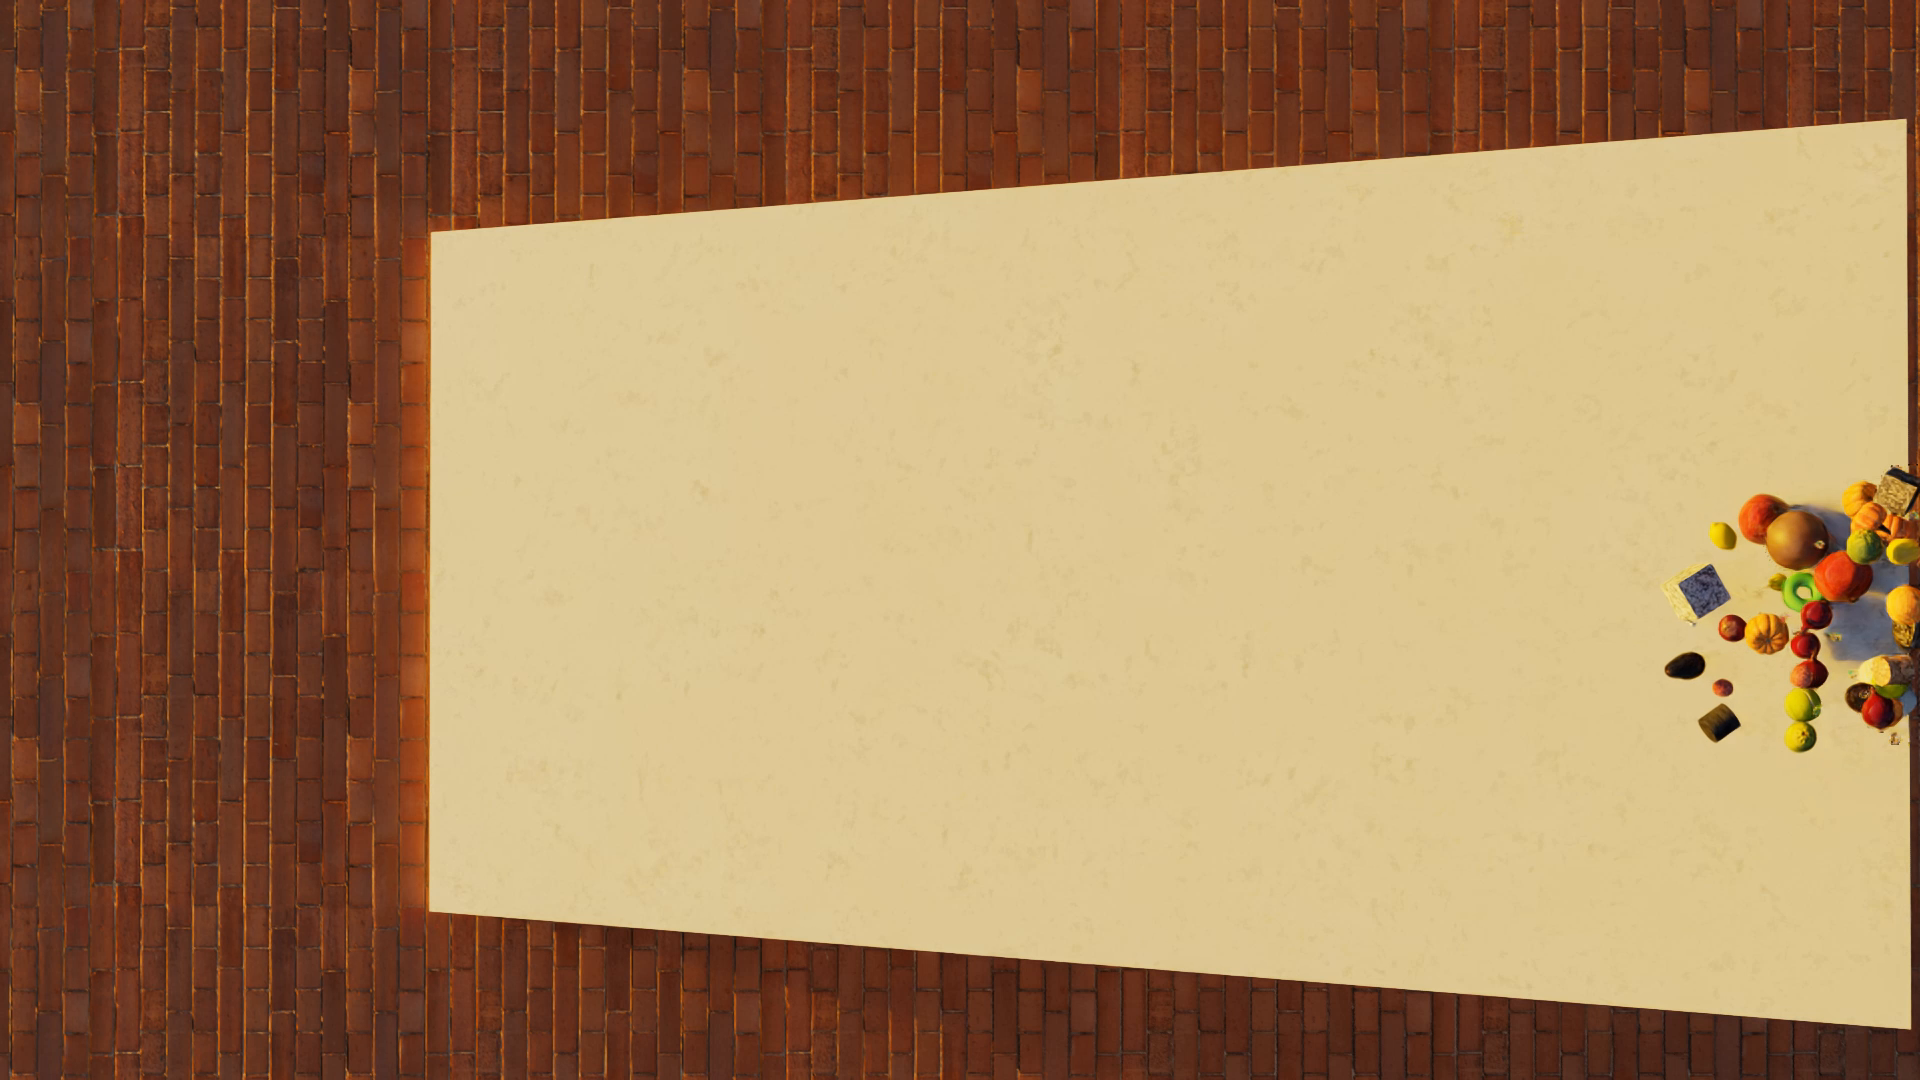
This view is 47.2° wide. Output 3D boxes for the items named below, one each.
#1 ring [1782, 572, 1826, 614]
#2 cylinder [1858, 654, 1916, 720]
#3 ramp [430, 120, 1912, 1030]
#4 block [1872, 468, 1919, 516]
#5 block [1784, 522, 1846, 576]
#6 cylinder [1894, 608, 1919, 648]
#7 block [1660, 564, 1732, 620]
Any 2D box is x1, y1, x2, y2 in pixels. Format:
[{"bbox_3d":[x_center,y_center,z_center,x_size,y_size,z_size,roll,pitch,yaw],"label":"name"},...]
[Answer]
[{"bbox_3d":[1.847,0.116,4.809,0.094,0.031,0.094,-3,68,8],"label":"ring"},{"bbox_3d":[1.929,0.307,4.574,0.096,0.096,0.096,5,128,6],"label":"cylinder"},{"bbox_3d":[0.283,0.083,5.700,4.000,0.100,2.000,0,89,24],"label":"ramp"},{"bbox_3d":[1.974,-0.102,4.626,0.069,0.069,0.069,30,120,26],"label":"block"},{"bbox_3d":[1.893,0.022,4.868,0.088,0.088,0.088,-40,72,19],"label":"block"},{"bbox_3d":[2.016,0.185,4.602,0.086,0.086,0.086,3,89,-5],"label":"cylinder"},{"bbox_3d":[1.621,0.114,4.846,0.090,0.090,0.090,-31,91,-7],"label":"block"}]
